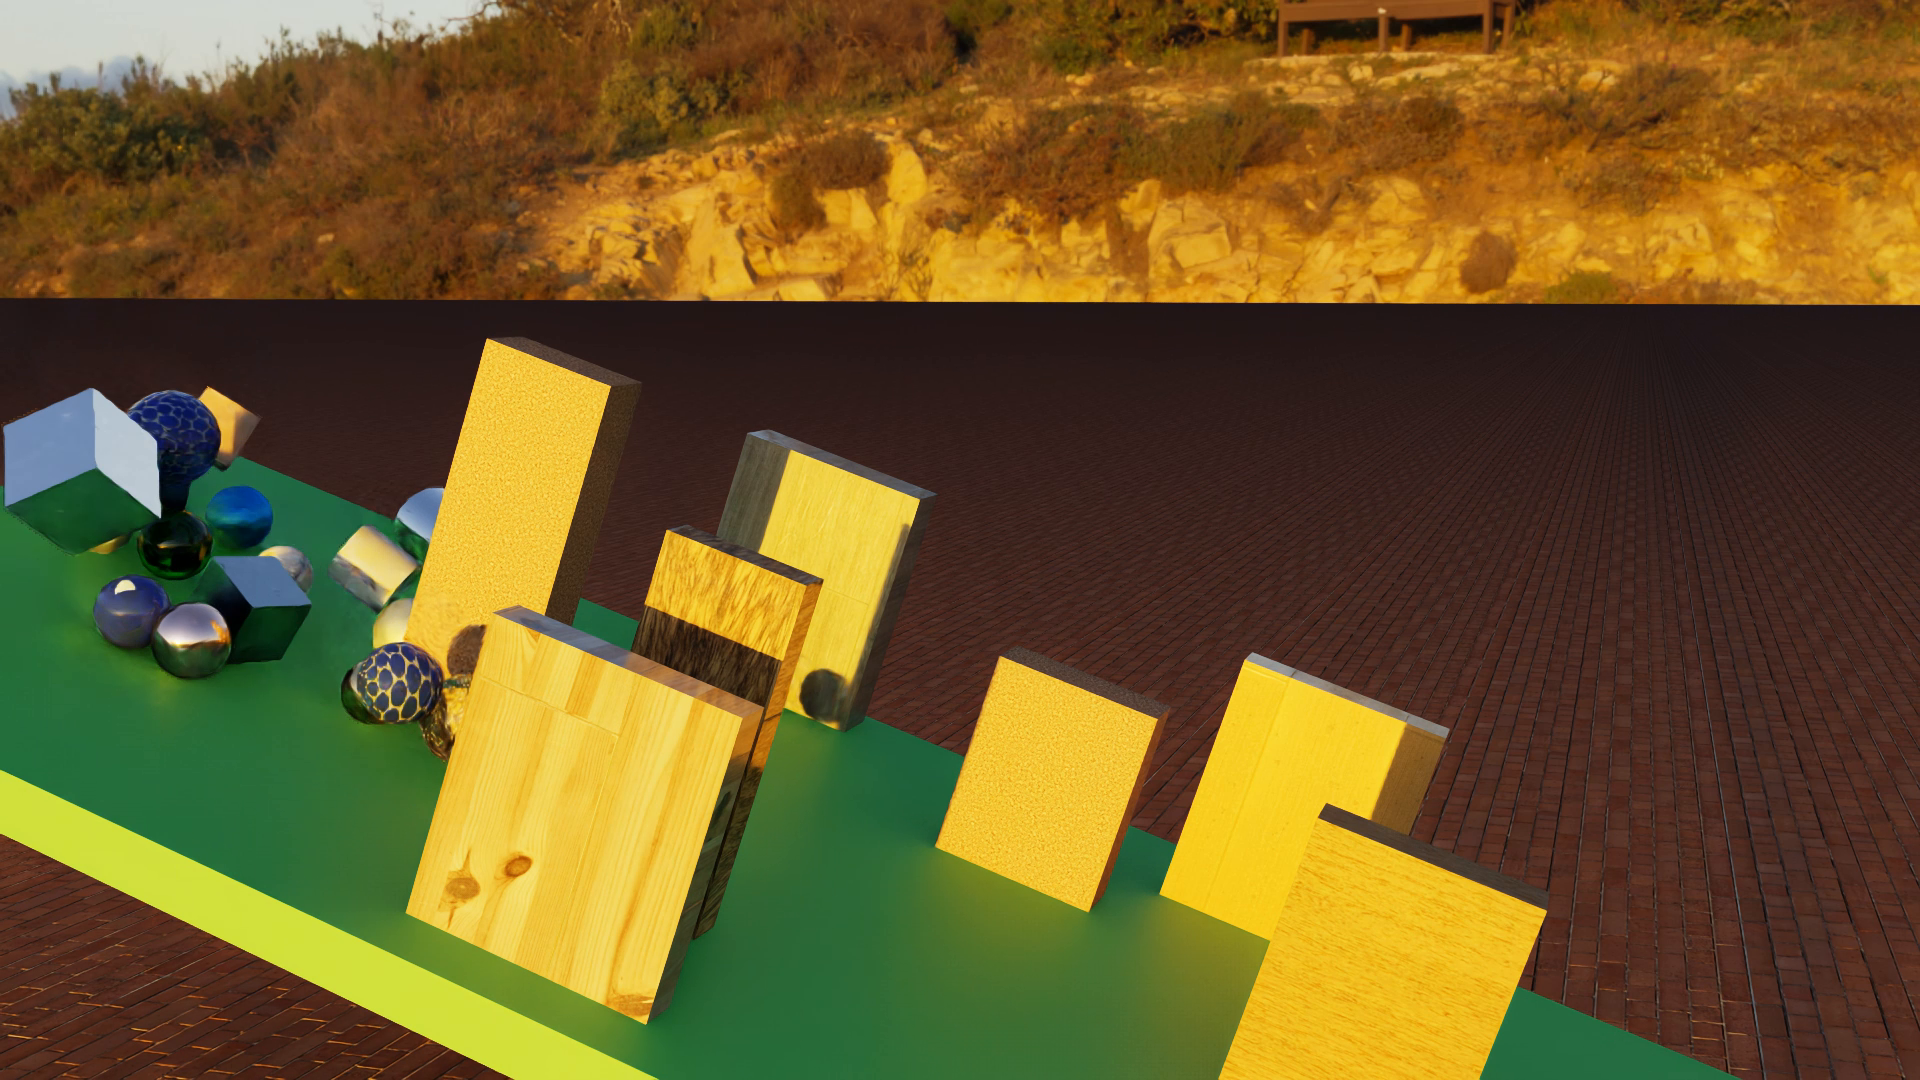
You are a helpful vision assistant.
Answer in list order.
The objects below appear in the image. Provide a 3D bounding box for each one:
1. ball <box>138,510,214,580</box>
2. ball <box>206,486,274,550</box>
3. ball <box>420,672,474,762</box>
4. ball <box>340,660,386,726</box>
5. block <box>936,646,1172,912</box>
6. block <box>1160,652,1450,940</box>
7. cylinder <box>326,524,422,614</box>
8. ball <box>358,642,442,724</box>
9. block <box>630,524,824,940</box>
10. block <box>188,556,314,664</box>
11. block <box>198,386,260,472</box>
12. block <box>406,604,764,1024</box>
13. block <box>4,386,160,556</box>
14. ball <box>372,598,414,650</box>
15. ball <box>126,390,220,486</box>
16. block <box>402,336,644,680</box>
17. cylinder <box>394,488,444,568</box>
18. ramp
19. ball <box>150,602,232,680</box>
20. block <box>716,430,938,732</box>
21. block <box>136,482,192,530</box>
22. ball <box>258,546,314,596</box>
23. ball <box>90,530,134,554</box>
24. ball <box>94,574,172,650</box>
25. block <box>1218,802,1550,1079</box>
[{"bbox_3d":[-1.633,0.010,4.575,0.149,0.149,0.149,0,7,0],"label":"ball"},{"bbox_3d":[-1.606,-0.050,4.901,0.144,0.144,0.144,0,7,0],"label":"ball"},{"bbox_3d":[-0.920,0.336,4.109,0.175,0.175,0.175,0,7,0],"label":"ball"},{"bbox_3d":[-1.109,0.287,4.165,0.126,0.126,0.126,0,7,0],"label":"ball"},{"bbox_3d":[0.189,0.483,4.485,0.344,0.426,0.134,21,12,14],"label":"block"},{"bbox_3d":[0.717,0.571,4.601,0.435,0.541,0.097,21,12,14],"label":"block"},{"bbox_3d":[-1.222,0.061,4.589,0.138,0.138,0.138,39,6,-3],"label":"cylinder"},{"bbox_3d":[-1.019,0.260,4.000,0.151,0.151,0.151,0,7,0],"label":"ball"},{"bbox_3d":[-0.454,0.324,3.712,0.260,0.646,0.082,21,12,14],"label":"block"},{"bbox_3d":[-1.389,0.135,4.284,0.147,0.147,0.147,45,23,23],"label":"block"},{"bbox_3d":[-1.708,-0.253,5.047,0.134,0.134,0.134,34,-15,-19],"label":"block"},{"bbox_3d":[-0.585,0.421,3.402,0.435,0.514,0.085,21,12,14],"label":"block"},{"bbox_3d":[-1.744,-0.134,4.370,0.204,0.204,0.204,-22,-34,8],"label":"block"},{"bbox_3d":[-1.120,0.196,4.489,0.155,0.155,0.155,0,7,0],"label":"ball"},{"bbox_3d":[-1.672,-0.215,4.658,0.202,0.202,0.202,0,7,0],"label":"ball"},{"bbox_3d":[-0.868,0.006,4.279,0.271,0.749,0.141,21,12,14],"label":"block"},{"bbox_3d":[-1.208,-0.004,5.180,0.186,0.186,0.186,-6,25,-40],"label":"cylinder"},{"bbox_3d":[-0.348,0.648,4.220,4.000,0.100,2.000,21,12,14],"label":"ramp"},{"bbox_3d":[-1.430,0.187,4.093,0.145,0.145,0.145,0,7,0],"label":"ball"},{"bbox_3d":[-0.356,0.091,5.089,0.438,0.572,0.132,21,12,14],"label":"block"},{"bbox_3d":[-1.832,-0.134,4.863,0.174,0.174,0.174,25,14,32],"label":"block"},{"bbox_3d":[-1.427,0.076,4.630,0.130,0.130,0.130,0,7,0],"label":"ball"},{"bbox_3d":[-1.791,-0.030,4.599,0.117,0.117,0.117,0,7,0],"label":"ball"},{"bbox_3d":[-1.558,0.135,4.145,0.140,0.140,0.140,0,7,0],"label":"ball"},{"bbox_3d":[0.688,0.769,3.642,0.386,0.550,0.110,21,12,14],"label":"block"}]
